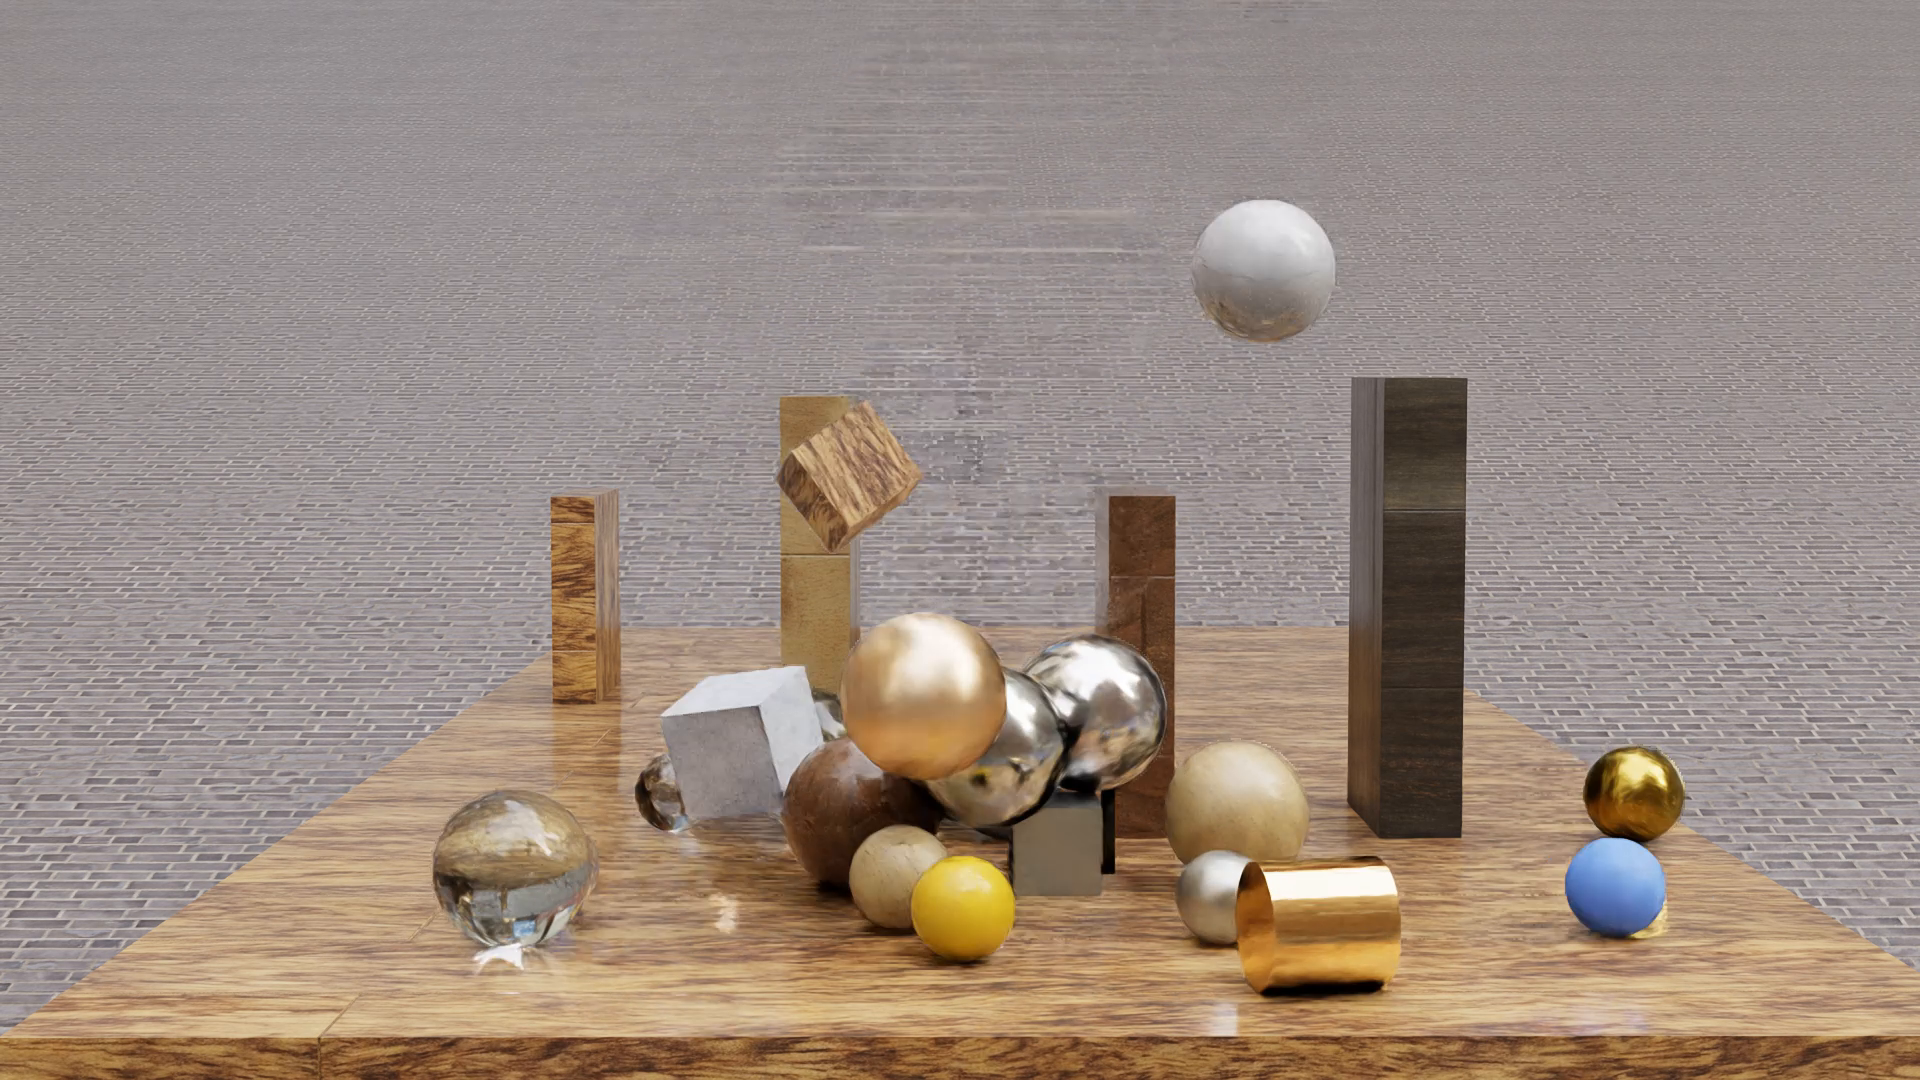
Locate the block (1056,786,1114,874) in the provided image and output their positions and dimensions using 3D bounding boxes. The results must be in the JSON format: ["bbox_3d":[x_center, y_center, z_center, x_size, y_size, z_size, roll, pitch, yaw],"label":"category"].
[{"bbox_3d":[0.137,0.376,3.396,0.114,0.114,0.114,-1,4,-8],"label":"block"}]

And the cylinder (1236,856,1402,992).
[{"bbox_3d":[0.380,0.409,2.734,0.138,0.138,0.138,-1,19,-11],"label":"cylinder"}]

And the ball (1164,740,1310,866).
[{"bbox_3d":[0.352,0.349,3.271,0.185,0.185,0.185,0,19,0],"label":"ball"}]

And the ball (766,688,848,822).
[{"bbox_3d":[-0.216,0.308,3.631,0.195,0.195,0.195,0,19,0],"label":"ball"}]

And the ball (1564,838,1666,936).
[{"bbox_3d":[0.762,0.403,2.985,0.115,0.115,0.115,0,19,0],"label":"ball"}]

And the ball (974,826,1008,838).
[{"bbox_3d":[0.061,0.344,3.609,0.150,0.150,0.150,0,19,0],"label":"ball"}]

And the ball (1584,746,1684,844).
[{"bbox_3d":[0.936,0.354,3.567,0.135,0.135,0.135,0,19,0],"label":"ball"}]

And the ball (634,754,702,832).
[{"bbox_3d":[-0.407,0.360,3.655,0.113,0.113,0.113,0,19,0],"label":"ball"}]

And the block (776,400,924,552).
[{"bbox_3d":[-0.126,-0.071,2.907,0.107,0.107,0.107,-36,-5,-20],"label":"block"}]

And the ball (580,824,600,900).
[{"bbox_3d":[-0.497,0.391,3.082,0.127,0.127,0.127,0,19,0],"label":"ball"}]

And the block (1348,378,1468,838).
[{"bbox_3d":[0.646,0.087,3.729,0.115,0.645,0.297,0,4,0],"label":"block"}]

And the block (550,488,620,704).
[{"bbox_3d":[-0.757,0.107,5.209,0.085,0.408,0.371,0,4,0],"label":"block"}]

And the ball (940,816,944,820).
[{"bbox_3d":[-0.051,0.311,3.739,0.198,0.198,0.198,0,19,0],"label":"ball"}]

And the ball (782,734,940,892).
[{"bbox_3d":[-0.124,0.344,3.234,0.200,0.200,0.200,0,19,0],"label":"ball"}]

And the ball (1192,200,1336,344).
[{"bbox_3d":[0.321,-0.284,2.713,0.152,0.152,0.152,0,19,0],"label":"ball"}]

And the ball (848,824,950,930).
[{"bbox_3d":[-0.069,0.397,3.019,0.124,0.124,0.124,0,19,0],"label":"ball"}]

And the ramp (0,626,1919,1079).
[{"bbox_3d":[0.045,0.406,4.538,2.000,0.100,4.000,0,4,0],"label":"ramp"}]

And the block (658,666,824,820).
[{"bbox_3d":[-0.282,0.267,3.380,0.147,0.147,0.147,-8,15,23],"label":"block"}]

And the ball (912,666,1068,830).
[{"bbox_3d":[0.032,0.253,3.145,0.202,0.202,0.202,0,19,0],"label":"ball"}]

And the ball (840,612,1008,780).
[{"bbox_3d":[-0.042,0.181,2.975,0.195,0.195,0.195,0,19,0],"label":"ball"}]

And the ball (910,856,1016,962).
[{"bbox_3d":[0.004,0.411,2.862,0.117,0.117,0.117,0,19,0],"label":"ball"}]

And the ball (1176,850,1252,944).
[{"bbox_3d":[0.301,0.410,2.946,0.108,0.108,0.108,0,19,0],"label":"ball"}]

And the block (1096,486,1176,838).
[{"bbox_3d":[0.253,0.169,3.743,0.094,0.482,0.316,0,4,0],"label":"block"}]

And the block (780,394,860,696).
[{"bbox_3d":[-0.212,0.085,3.971,0.101,0.617,0.420,0,4,0],"label":"block"}]

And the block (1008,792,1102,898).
[{"bbox_3d":[0.120,0.386,3.261,0.112,0.112,0.112,0,4,-1],"label":"block"}]

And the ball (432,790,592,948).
[{"bbox_3d":[-0.510,0.375,2.927,0.181,0.181,0.181,0,19,0],"label":"ball"}]

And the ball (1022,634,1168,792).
[{"bbox_3d":[0.166,0.224,3.313,0.204,0.204,0.204,0,19,0],"label":"ball"}]
